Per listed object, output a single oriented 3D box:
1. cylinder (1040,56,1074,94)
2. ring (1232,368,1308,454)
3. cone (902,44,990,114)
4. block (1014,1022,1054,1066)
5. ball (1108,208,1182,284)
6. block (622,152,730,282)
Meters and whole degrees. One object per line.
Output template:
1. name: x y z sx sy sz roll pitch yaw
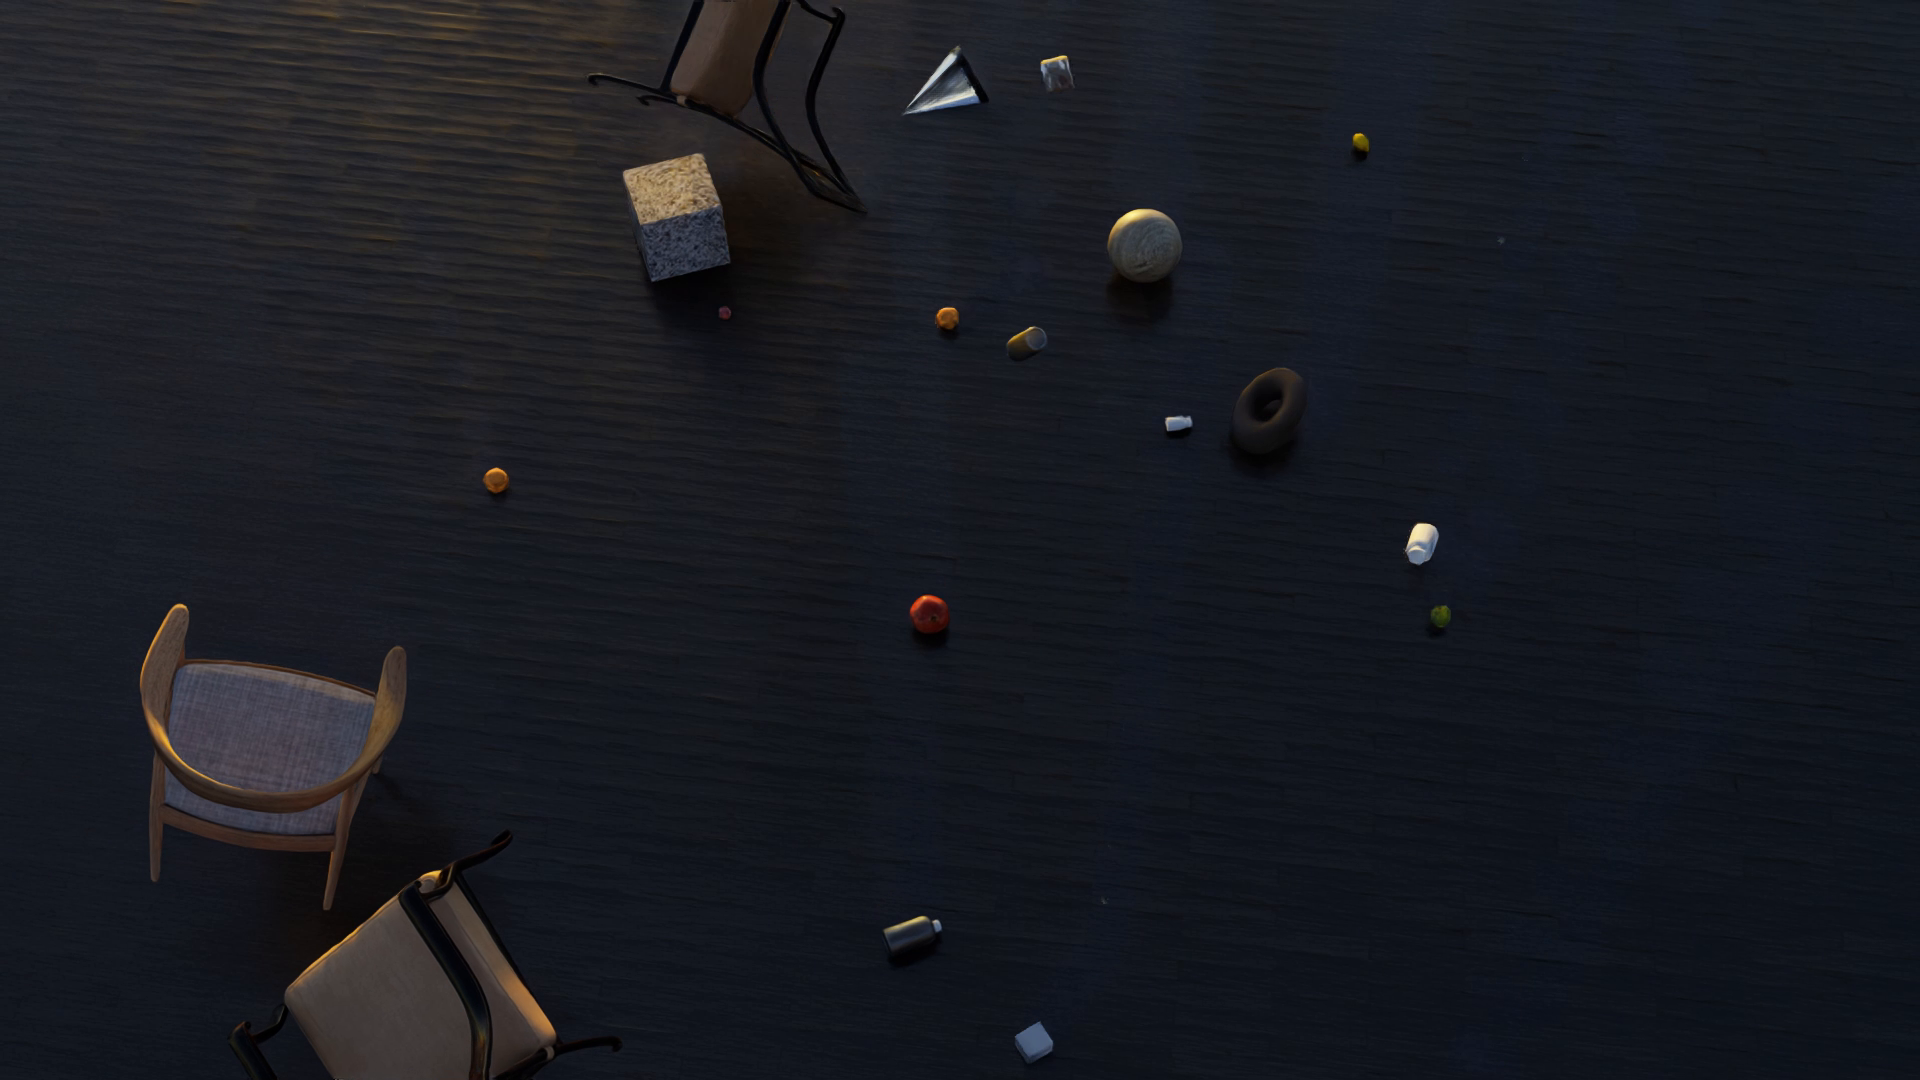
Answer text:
1. cylinder: 0.292 -1.401 6.618 0.082 0.078 0.100 -12 90 8
2. ring: 0.948 -0.395 6.739 0.217 0.103 0.296 24 76 34
3. cone: -0.079 -1.529 7.539 0.286 0.225 0.203 -30 18 6
4. block: 0.191 1.297 5.670 0.075 0.056 0.068 -27 60 -17
5. ball: 0.594 -0.944 7.063 0.239 0.239 0.239 0 56 0
6. block: -0.916 -1.043 7.108 0.263 0.250 0.269 -15 52 -10
